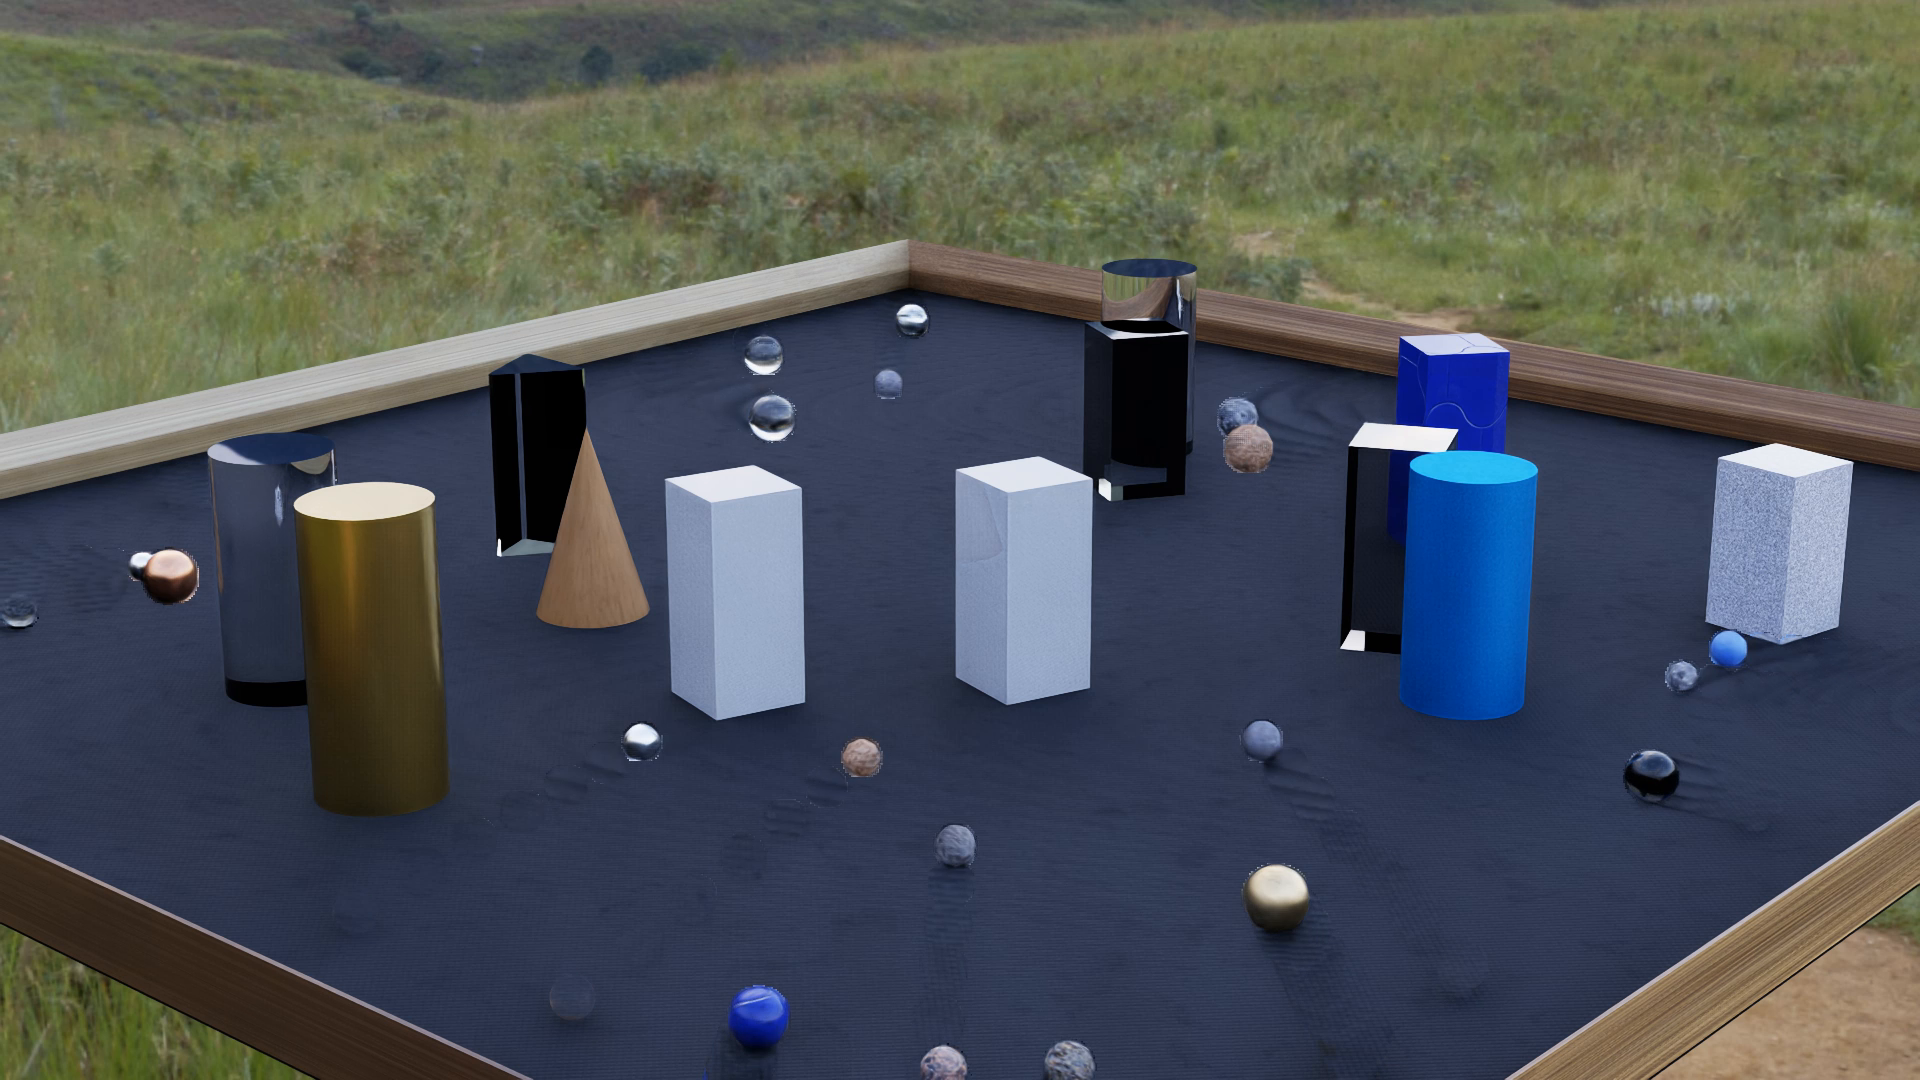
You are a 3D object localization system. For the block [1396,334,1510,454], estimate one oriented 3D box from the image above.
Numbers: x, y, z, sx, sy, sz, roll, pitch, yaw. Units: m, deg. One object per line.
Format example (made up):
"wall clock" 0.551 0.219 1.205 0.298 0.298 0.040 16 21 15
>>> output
"block" 0.907 -0.186 5.434 0.156 0.363 0.156 -3 17 -11

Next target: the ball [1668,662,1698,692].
"ball" 1.145 0.216 4.648 0.048 0.048 0.048 0 17 0

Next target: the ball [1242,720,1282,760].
"ball" 0.448 0.298 4.357 0.059 0.059 0.059 0 17 0

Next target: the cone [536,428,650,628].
"cone" -0.631 -0.035 4.999 0.194 0.326 0.194 0 17 0

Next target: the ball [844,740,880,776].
"ball" -0.144 0.319 4.296 0.055 0.055 0.055 0 17 0

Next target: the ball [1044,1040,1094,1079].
"ball" 0.125 0.602 3.353 0.058 0.058 0.058 0 17 0

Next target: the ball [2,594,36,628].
"ball" -1.589 0.120 4.954 0.056 0.056 0.056 0 17 0

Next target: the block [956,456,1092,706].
"block" 0.100 0.062 4.642 0.156 0.346 0.156 -10 19 -30

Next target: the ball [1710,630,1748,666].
"ball" 1.249 0.176 4.761 0.058 0.058 0.058 0 17 0

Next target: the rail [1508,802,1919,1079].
"rail" 1.344 0.369 4.003 0.045 0.126 3.744 14 22 39

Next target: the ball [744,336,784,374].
"ball" -0.448 -0.423 6.694 0.089 0.089 0.089 0 17 0

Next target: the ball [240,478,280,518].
"ball" -1.332 -0.080 5.582 0.075 0.075 0.075 0 17 0

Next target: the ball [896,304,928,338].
"ball" -0.116 -0.527 7.054 0.081 0.081 0.081 0 17 0

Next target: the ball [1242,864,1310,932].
"ball" 0.407 0.461 3.771 0.086 0.086 0.086 0 17 0

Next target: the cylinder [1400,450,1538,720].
"cylinder" 0.790 0.069 4.564 0.194 0.378 0.194 0 17 0

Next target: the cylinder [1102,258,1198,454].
"cylinder" 0.386 -0.372 6.023 0.194 0.380 0.194 0 17 0

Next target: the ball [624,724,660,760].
"ball" -0.473 0.300 4.357 0.055 0.055 0.055 0 17 0

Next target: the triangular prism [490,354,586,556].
"triangular prism" -0.779 -0.160 5.390 0.168 0.340 0.146 -4 17 -15

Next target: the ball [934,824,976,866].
"ball" -0.006 0.414 3.977 0.056 0.056 0.056 0 17 0

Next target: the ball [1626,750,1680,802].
"ball" 0.991 0.338 4.197 0.075 0.075 0.075 0 17 0

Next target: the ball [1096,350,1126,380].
"ball" 0.341 -0.394 6.635 0.069 0.069 0.069 0 17 0

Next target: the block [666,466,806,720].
"block" -0.350 0.080 4.576 0.156 0.350 0.156 -10 20 -30

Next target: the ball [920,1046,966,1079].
"ball" -0.019 0.605 3.351 0.053 0.053 0.053 0 17 0

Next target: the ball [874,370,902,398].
"ball" -0.158 -0.345 6.484 0.062 0.062 0.062 0 17 0

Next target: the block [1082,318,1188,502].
"block" 0.343 -0.258 5.743 0.156 0.322 0.156 -5 18 -17

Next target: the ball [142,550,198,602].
"ball" -1.369 0.062 5.081 0.092 0.092 0.092 0 17 0

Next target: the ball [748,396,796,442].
"ball" -0.393 -0.254 6.121 0.097 0.097 0.097 0 17 0

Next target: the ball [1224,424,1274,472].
"ball" 0.580 -0.184 5.891 0.097 0.097 0.097 0 17 0

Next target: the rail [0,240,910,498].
"rail" -1.344 -0.305 6.238 0.045 0.126 3.744 14 22 39

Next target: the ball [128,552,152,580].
"ball" -1.451 0.047 5.206 0.050 0.050 0.050 0 17 0

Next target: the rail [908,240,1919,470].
"rail" 1.212 -0.371 6.456 3.608 0.126 0.045 14 22 39

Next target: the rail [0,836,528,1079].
"rail" -1.212 0.435 3.784 3.608 0.126 0.045 14 22 39

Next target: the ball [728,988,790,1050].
"ball" -0.237 0.563 3.455 0.072 0.072 0.072 0 17 0

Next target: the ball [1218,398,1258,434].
"ball" 0.583 -0.255 6.149 0.084 0.084 0.084 0 17 0

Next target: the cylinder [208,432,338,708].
"cylinder" -1.071 0.045 4.617 0.194 0.393 0.194 0 17 0

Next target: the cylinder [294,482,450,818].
"cylinder" -0.835 0.155 4.177 0.194 0.438 0.194 0 17 0

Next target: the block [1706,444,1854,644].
"block" 1.377 0.005 4.932 0.156 0.289 0.156 -13 21 -36

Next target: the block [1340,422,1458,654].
"block" 0.727 -0.001 4.851 0.156 0.347 0.156 5 18 16
